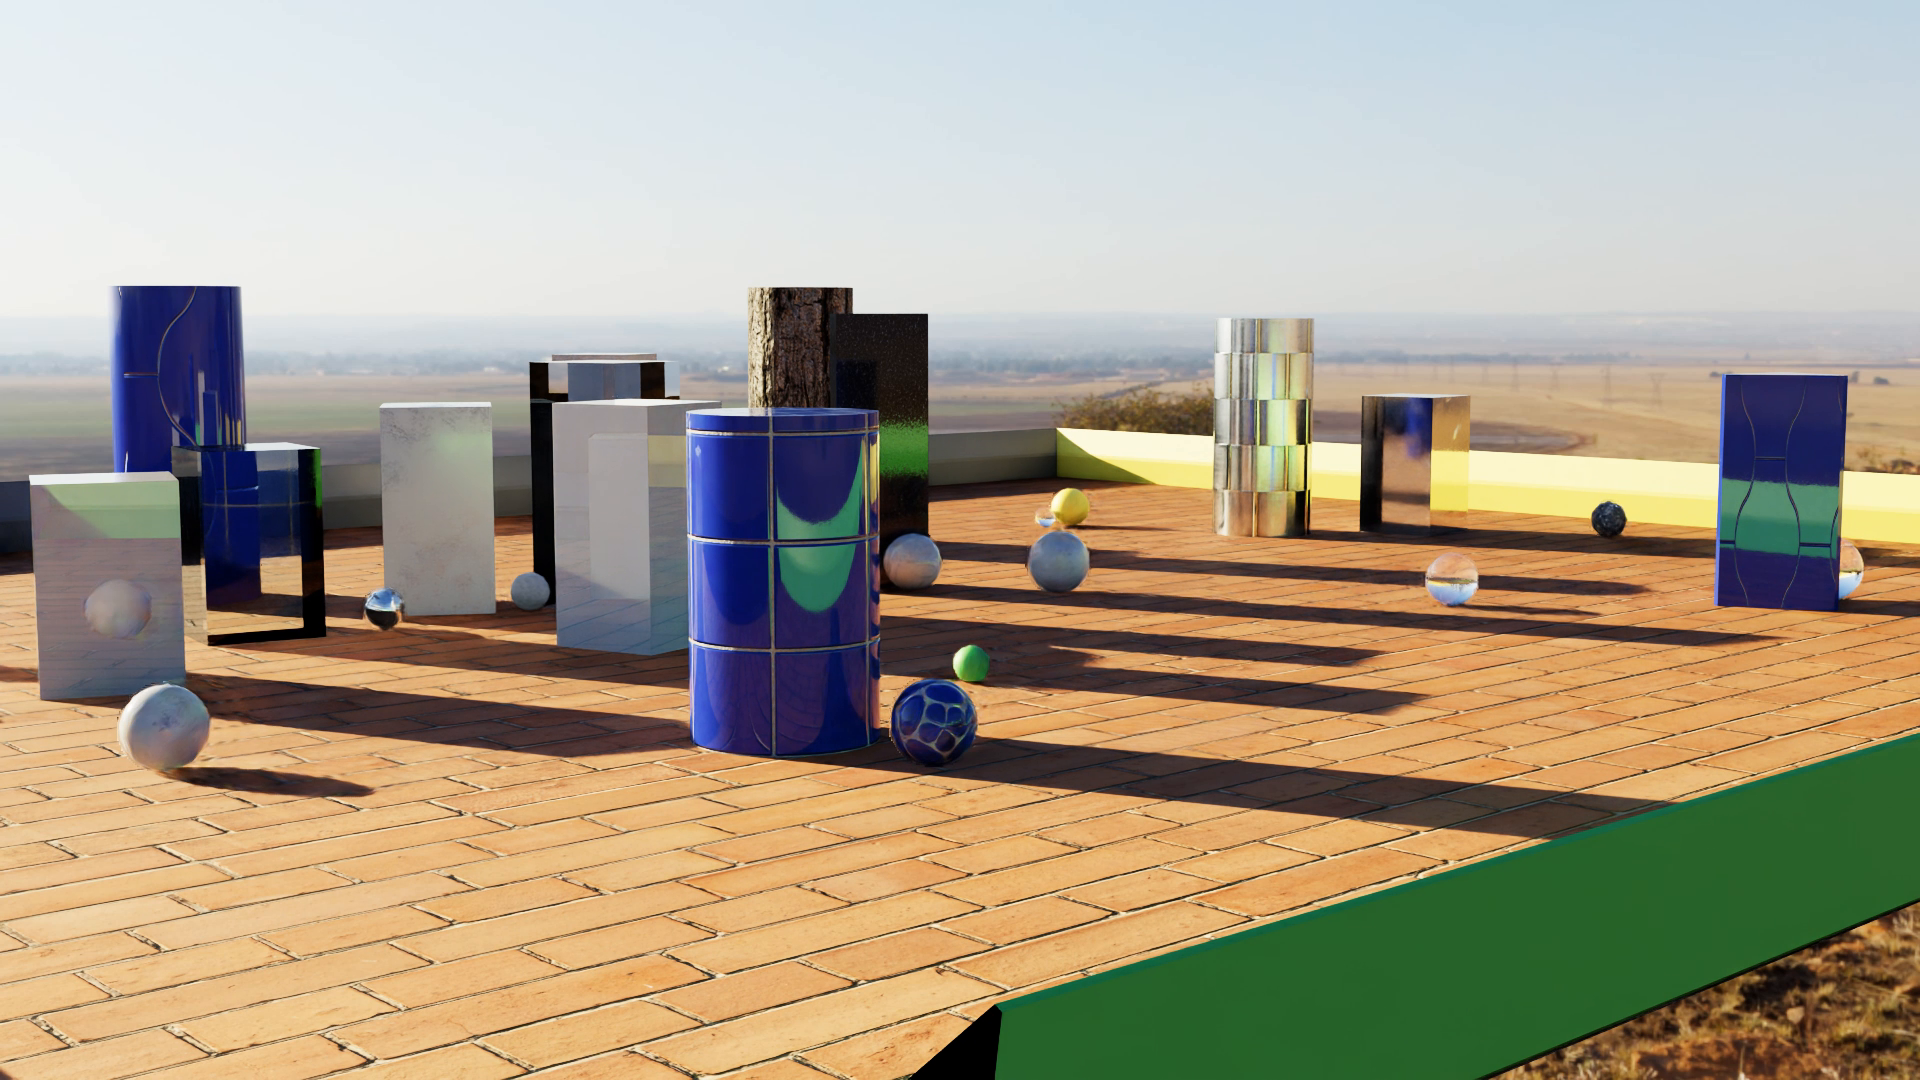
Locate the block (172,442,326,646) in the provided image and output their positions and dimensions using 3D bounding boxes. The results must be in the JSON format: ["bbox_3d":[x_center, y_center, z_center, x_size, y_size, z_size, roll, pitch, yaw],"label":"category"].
[{"bbox_3d":[-0.978,0.002,3.021,0.158,0.258,0.158,-4,7,-33],"label":"block"}]

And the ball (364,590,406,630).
[{"bbox_3d":[-0.807,0.097,3.084,0.056,0.056,0.056,0,6,0],"label":"ball"}]

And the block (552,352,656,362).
[{"bbox_3d":[-0.720,-0.200,4.474,0.158,0.357,0.158,2,6,15],"label":"block"}]

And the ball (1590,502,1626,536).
[{"bbox_3d":[1.280,-0.041,4.342,0.069,0.069,0.069,0,6,0],"label":"ball"}]

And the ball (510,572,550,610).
[{"bbox_3d":[-0.639,0.077,3.271,0.058,0.058,0.058,0,6,0],"label":"ball"}]

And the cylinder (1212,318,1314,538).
[{"bbox_3d":[0.607,-0.229,4.410,0.198,0.429,0.198,0,6,0],"label":"cylinder"}]

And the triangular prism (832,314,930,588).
[{"bbox_3d":[-0.161,-0.148,3.583,0.172,0.440,0.149,-3,7,-29],"label":"triangular prism"}]

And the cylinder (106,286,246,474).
[{"bbox_3d":[-1.218,-0.154,3.436,0.198,0.482,0.198,0,6,0],"label":"cylinder"}]

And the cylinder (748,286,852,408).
[{"bbox_3d":[-0.300,-0.232,4.161,0.198,0.488,0.198,0,6,0],"label":"cylinder"}]

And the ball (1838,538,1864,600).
[{"bbox_3d":[1.338,0.044,3.386,0.099,0.099,0.099,0,6,0],"label":"ball"}]

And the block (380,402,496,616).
[{"bbox_3d":[-0.779,-0.050,3.289,0.158,0.305,0.158,-1,6,-12],"label":"block"}]

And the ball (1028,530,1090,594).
[{"bbox_3d":[0.157,0.035,3.474,0.099,0.099,0.099,0,6,0],"label":"ball"}]

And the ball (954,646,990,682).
[{"bbox_3d":[0.014,0.149,2.641,0.044,0.044,0.044,0,6,0],"label":"ball"}]

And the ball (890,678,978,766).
[{"bbox_3d":[-0.026,0.178,2.158,0.086,0.086,0.086,0,6,0],"label":"ball"}]

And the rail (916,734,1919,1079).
[{"bbox_3d":[1.158,0.164,2.084,3.903,0.129,0.045,-5,8,-42],"label":"rail"}]

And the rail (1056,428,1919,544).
[{"bbox_3d":[1.417,-0.102,4.632,0.045,0.129,3.463,-5,8,-42],"label":"rail"}]

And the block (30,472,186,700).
[{"bbox_3d":[-1.013,0.050,2.611,0.158,0.248,0.158,-3,6,-23],"label":"block"}]

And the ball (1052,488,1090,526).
[{"bbox_3d":[0.228,-0.068,4.558,0.078,0.078,0.078,0,6,0],"label":"ball"}]

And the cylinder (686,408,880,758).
[{"bbox_3d":[-0.182,0.037,2.280,0.198,0.341,0.198,0,6,0],"label":"cylinder"}]

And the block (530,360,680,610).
[{"bbox_3d":[-0.533,-0.085,3.319,0.158,0.368,0.158,3,7,29],"label":"block"}]

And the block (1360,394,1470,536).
[{"bbox_3d":[0.920,-0.155,4.445,0.158,0.274,0.158,5,8,40],"label":"block"}]

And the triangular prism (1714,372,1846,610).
[{"bbox_3d":[1.249,-0.079,3.351,0.172,0.350,0.149,2,6,20],"label":"triangular prism"}]

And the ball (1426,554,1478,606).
[{"bbox_3d":[0.744,0.060,3.329,0.078,0.078,0.078,0,6,0],"label":"ball"}]

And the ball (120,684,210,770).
[{"bbox_3d":[-0.772,0.182,2.135,0.084,0.084,0.084,0,6,0],"label":"ball"}]

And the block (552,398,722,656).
[{"bbox_3d":[-0.428,-0.022,2.939,0.158,0.323,0.158,3,7,30],"label":"block"}]

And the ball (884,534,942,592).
[{"bbox_3d":[-0.076,0.035,3.501,0.092,0.092,0.092,0,6,0],"label":"ball"}]

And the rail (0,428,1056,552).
[{"bbox_3d":[-1.158,-0.097,4.580,3.903,0.129,0.045,-5,8,-42],"label":"rail"}]

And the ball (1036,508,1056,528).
[{"bbox_3d":[0.176,-0.047,4.538,0.041,0.041,0.041,0,6,0],"label":"ball"}]
